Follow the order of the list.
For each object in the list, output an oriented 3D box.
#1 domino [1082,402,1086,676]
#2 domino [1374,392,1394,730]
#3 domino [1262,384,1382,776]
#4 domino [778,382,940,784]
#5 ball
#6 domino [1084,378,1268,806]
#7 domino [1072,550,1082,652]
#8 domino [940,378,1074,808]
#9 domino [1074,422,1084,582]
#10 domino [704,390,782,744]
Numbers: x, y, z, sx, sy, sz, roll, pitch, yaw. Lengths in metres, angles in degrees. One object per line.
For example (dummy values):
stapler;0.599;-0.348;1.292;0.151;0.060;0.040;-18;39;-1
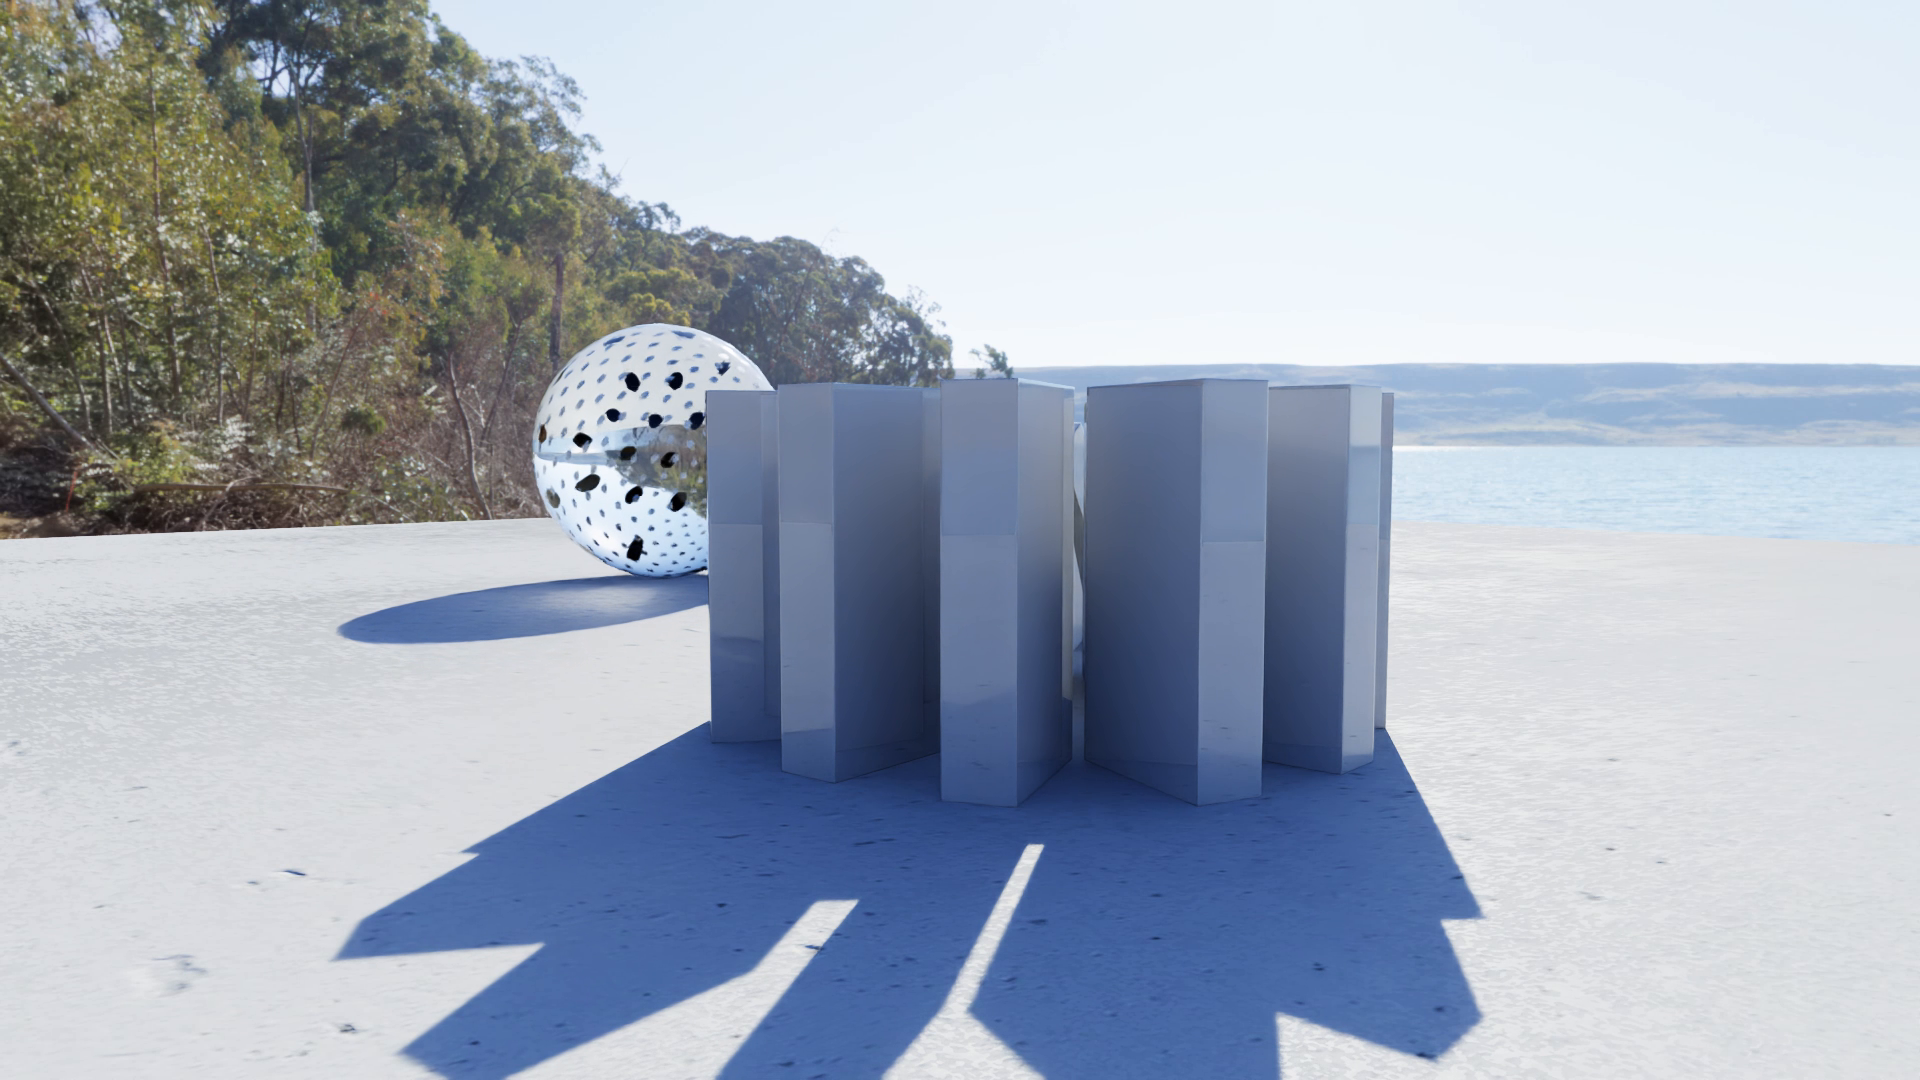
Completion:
domino;0.027;0.001;0.224;0.009;0.050;0.025;0;4;3
domino;0.051;0.003;0.193;0.025;0.050;0.010;0;4;-6
domino;0.043;0.004;0.175;0.025;0.050;0.010;4;6;42
domino;-0.012;0.005;0.172;0.010;0.050;0.025;3;5;38
ball;-0.094;-0.028;0.406;0.080;0.080;0.080;0;4;0
domino;0.027;0.005;0.162;0.009;0.050;0.025;-2;5;-26
domino;0.009;-0.002;0.260;0.025;0.050;0.009;3;27;32
domino;0.006;0.005;0.161;0.010;0.050;0.025;2;5;20
domino;0.019;-0.001;0.274;0.025;0.050;0.010;3;39;32
domino;-0.024;0.003;0.188;0.025;0.050;0.010;-1;4;-12
